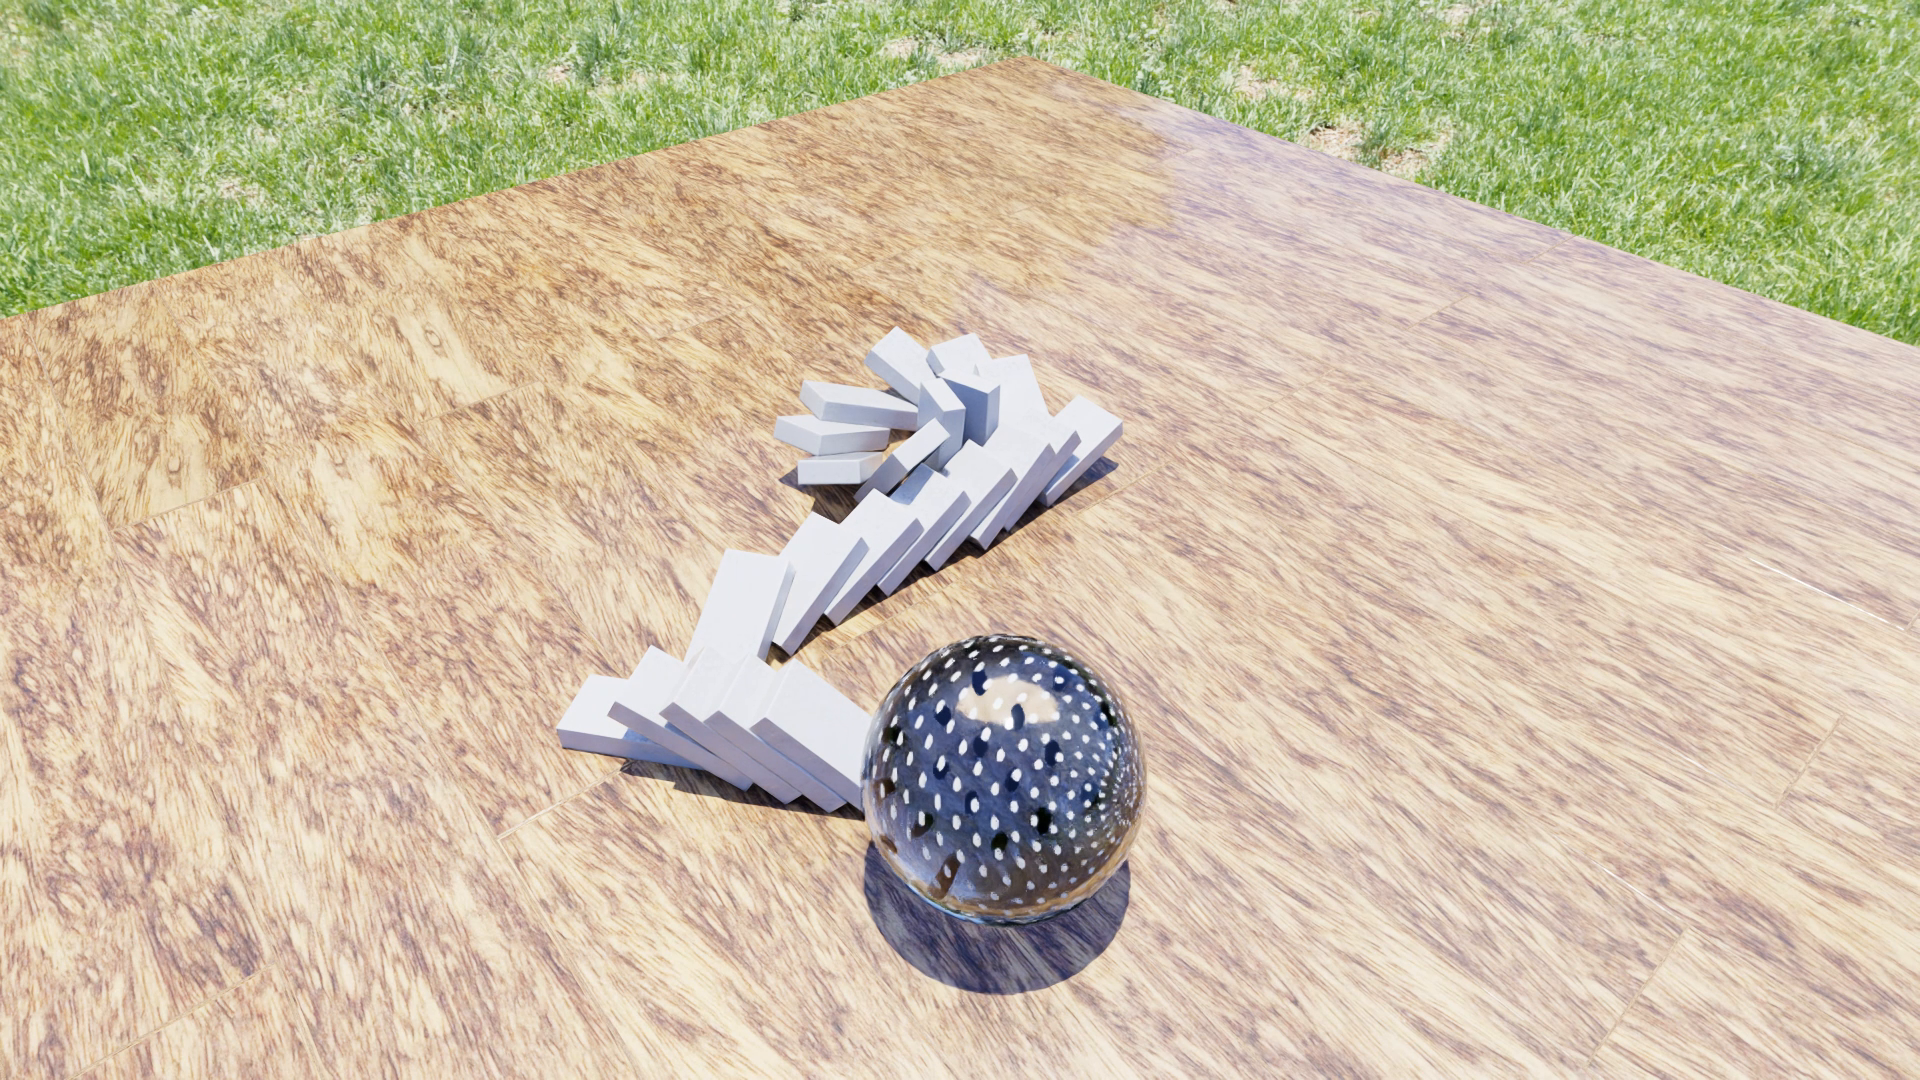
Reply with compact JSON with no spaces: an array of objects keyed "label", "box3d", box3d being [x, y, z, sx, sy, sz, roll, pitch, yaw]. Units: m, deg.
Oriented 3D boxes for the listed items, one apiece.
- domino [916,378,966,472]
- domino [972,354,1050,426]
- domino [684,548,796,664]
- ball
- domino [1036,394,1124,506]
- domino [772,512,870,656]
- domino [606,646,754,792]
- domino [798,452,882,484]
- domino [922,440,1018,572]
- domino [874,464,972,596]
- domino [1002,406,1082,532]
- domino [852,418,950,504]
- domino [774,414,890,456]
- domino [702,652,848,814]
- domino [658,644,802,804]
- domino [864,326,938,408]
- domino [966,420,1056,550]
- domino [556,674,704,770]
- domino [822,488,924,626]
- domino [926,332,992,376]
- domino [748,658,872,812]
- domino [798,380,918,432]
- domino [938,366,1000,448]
[{"label":"domino","box3d":[-0.009,-0.039,0.458,0.009,0.050,0.025,-11,40,-22]},{"label":"domino","box3d":[0.025,-0.059,0.499,0.025,0.010,0.050,-12,67,-14]},{"label":"domino","box3d":[-0.079,0.029,0.393,0.025,0.010,0.050,9,63,12]},{"label":"ball","box3d":[0.012,0.066,0.307,0.080,0.080,0.080,0,39,0]},{"label":"domino","box3d":[0.045,-0.039,0.478,0.025,0.010,0.050,36,69,28]},{"label":"domino","box3d":[-0.059,0.016,0.408,0.025,0.010,0.050,26,71,28]},{"label":"domino","box3d":[-0.084,0.057,0.355,0.050,0.009,0.025,31,40,-9]},{"label":"domino","box3d":[-0.049,-0.030,0.460,0.025,0.009,0.050,0,8,7]},{"label":"domino","box3d":[-0.003,-0.014,0.442,0.050,0.010,0.025,-48,55,-7]},{"label":"domino","box3d":[-0.022,-0.004,0.432,0.025,0.010,0.050,34,78,34]},{"label":"domino","box3d":[0.025,-0.030,0.462,0.025,0.010,0.050,34,80,34]},{"label":"domino","box3d":[-0.025,-0.030,0.449,0.009,0.050,0.025,48,61,-2]},{"label":"domino","box3d":[-0.056,-0.047,0.484,0.025,0.010,0.050,23,19,26]},{"label":"domino","box3d":[-0.054,0.061,0.345,0.050,0.009,0.025,40,38,-16]},{"label":"domino","box3d":[-0.068,0.058,0.348,0.050,0.010,0.025,40,38,-16]},{"label":"domino","box3d":[-0.018,-0.076,0.518,0.050,0.010,0.025,39,46,-2]},{"label":"domino","box3d":[0.014,-0.023,0.451,0.025,0.010,0.050,29,77,33]},{"label":"domino","box3d":[-0.106,0.061,0.369,0.050,0.010,0.025,7,40,9]},{"label":"domino","box3d":[-0.040,0.006,0.420,0.025,0.010,0.050,34,75,34]},{"label":"domino","box3d":[0.008,-0.072,0.513,0.025,0.009,0.050,-23,72,-26]},{"label":"domino","box3d":[-0.039,0.062,0.343,0.050,0.010,0.025,40,38,-16]},{"label":"domino","box3d":[-0.045,-0.061,0.501,0.050,0.010,0.025,3,26,-34]},{"label":"domino","box3d":[0.003,-0.046,0.468,0.025,0.050,0.009,23,43,26]}]
